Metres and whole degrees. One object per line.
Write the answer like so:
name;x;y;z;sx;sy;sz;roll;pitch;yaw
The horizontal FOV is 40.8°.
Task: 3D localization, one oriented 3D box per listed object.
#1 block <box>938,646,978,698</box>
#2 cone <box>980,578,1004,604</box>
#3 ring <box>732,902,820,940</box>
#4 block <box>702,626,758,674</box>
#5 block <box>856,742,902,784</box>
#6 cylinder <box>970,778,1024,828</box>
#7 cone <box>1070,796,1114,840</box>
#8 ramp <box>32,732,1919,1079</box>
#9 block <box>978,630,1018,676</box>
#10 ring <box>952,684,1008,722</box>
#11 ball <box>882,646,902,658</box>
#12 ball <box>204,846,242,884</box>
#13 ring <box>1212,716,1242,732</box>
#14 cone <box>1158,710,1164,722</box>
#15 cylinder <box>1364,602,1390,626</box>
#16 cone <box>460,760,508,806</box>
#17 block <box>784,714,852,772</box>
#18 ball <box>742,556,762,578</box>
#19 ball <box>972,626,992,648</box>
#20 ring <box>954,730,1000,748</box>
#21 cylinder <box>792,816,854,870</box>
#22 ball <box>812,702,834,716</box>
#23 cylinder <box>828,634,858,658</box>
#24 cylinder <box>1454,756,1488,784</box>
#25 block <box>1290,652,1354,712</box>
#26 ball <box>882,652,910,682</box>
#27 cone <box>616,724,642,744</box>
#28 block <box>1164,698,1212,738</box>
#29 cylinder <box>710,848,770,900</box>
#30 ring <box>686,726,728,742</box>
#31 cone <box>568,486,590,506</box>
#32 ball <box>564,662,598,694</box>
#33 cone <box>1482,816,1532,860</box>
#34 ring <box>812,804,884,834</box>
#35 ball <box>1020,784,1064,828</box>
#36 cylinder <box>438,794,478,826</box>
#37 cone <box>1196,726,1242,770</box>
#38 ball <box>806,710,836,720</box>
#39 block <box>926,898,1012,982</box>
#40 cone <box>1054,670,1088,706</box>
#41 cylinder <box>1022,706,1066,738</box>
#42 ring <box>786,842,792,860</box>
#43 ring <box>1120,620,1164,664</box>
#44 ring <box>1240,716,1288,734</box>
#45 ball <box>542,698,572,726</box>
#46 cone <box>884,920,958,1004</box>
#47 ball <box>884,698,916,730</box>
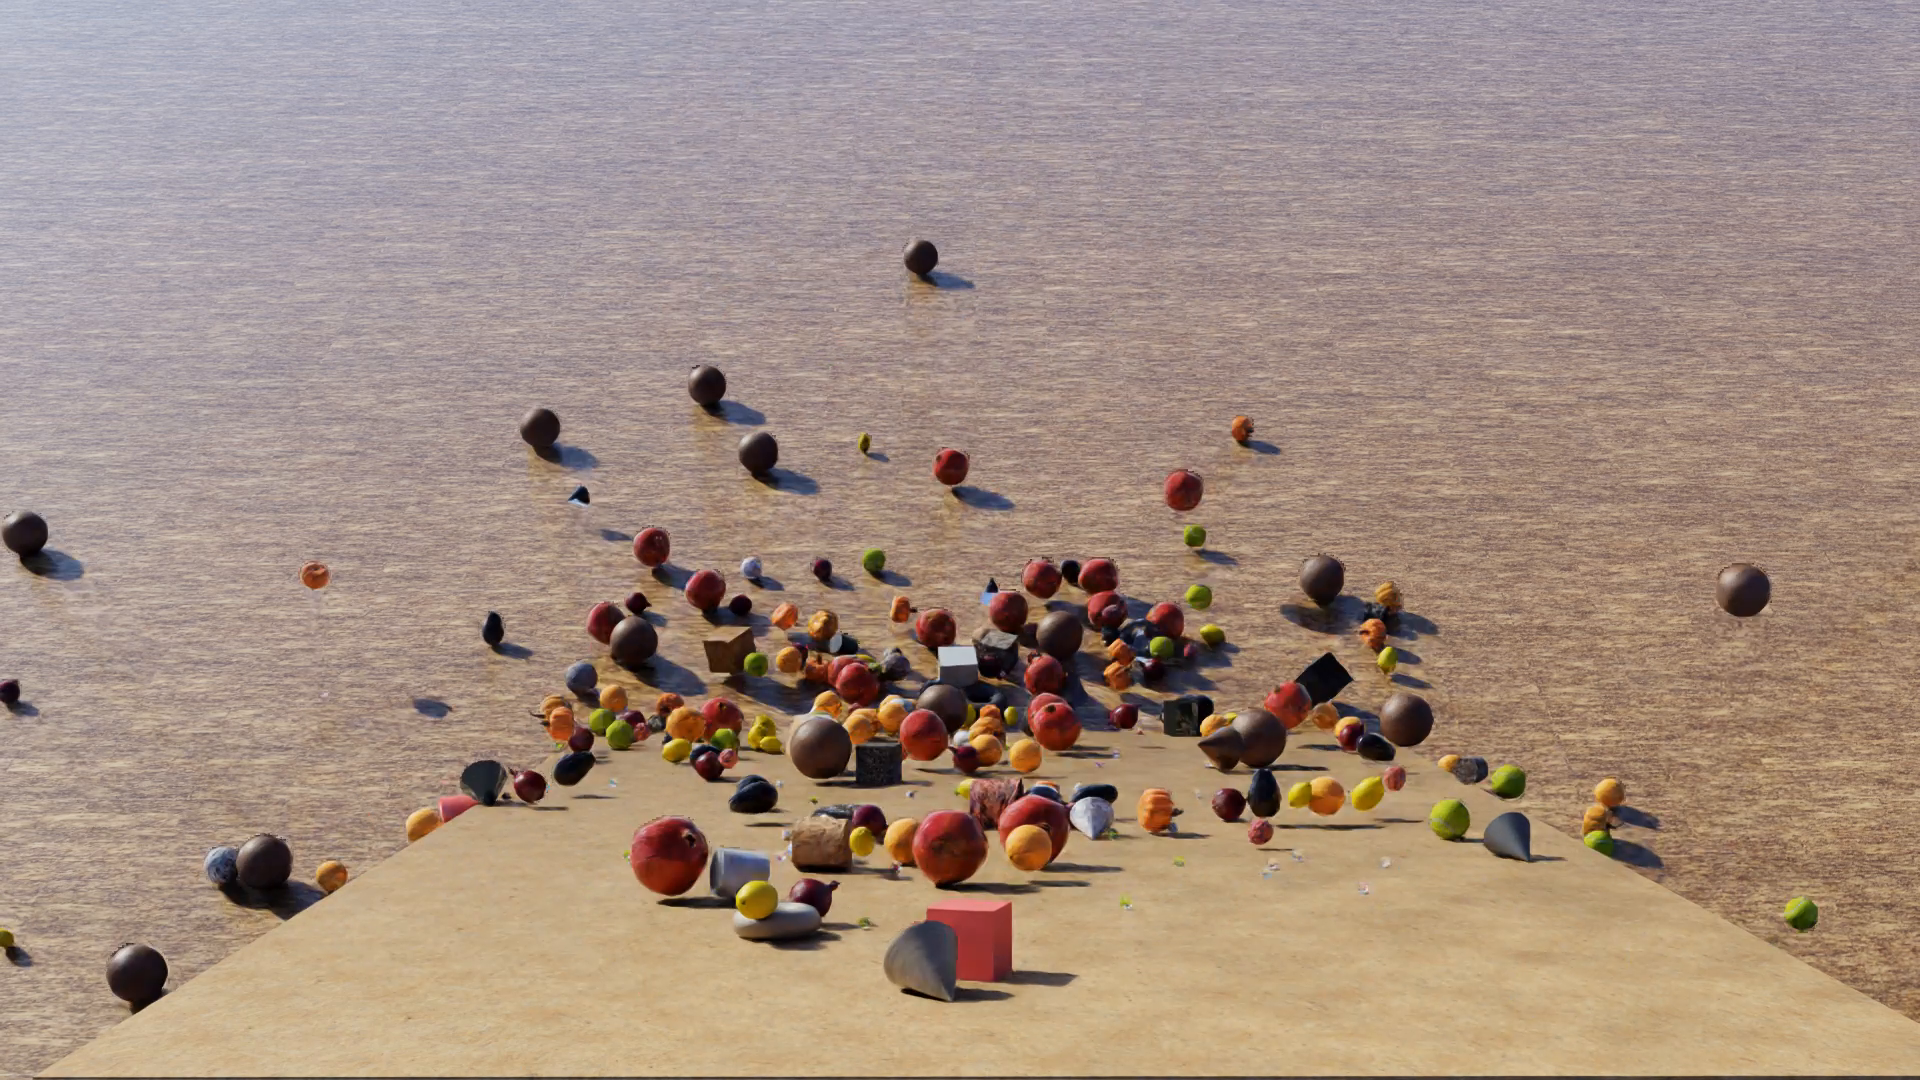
block;-0.006;0.355;6.948;0.099;0.099;0.099;-2;28;-5
cone;0.091;0.137;7.388;0.072;0.072;0.072;0;28;0
ring;-0.246;0.511;3.463;0.120;0.040;0.120;-1;0;0
block;-0.621;0.297;6.994;0.096;0.096;0.096;3;24;35
block;-0.170;0.467;5.411;0.079;0.079;0.079;0;1;11
cylinder;0.066;0.473;4.646;0.085;0.085;0.085;0;27;11
cone;0.230;0.500;4.491;0.078;0.078;0.078;1;27;2
ramp;0.063;0.566;4.606;2.000;0.100;4.000;0;1;0
block;0.105;0.307;7.056;0.082;0.082;0.082;12;30;22
ring;0.054;0.433;6.855;0.148;0.049;0.148;1;27;0
ball;-0.183;0.318;7.051;0.054;0.054;0.054;0;28;0
ball;-1.759;0.777;6.165;0.088;0.088;0.088;0;28;0
ring;0.680;0.475;6.671;0.112;0.037;0.112;0;-2;0
cone;0.550;0.447;6.822;0.053;0.053;0.053;0;28;0
cylinder;1.170;0.207;7.257;0.055;0.055;0.055;16;32;25
cone;-0.914;0.490;4.998;0.093;0.093;0.093;-9;32;-17
block;-0.309;0.442;5.622;0.092;0.092;0.092;4;18;-38
ball;-0.604;0.080;7.504;0.063;0.063;0.063;0;28;0
ball;0.067;0.272;7.138;0.067;0.067;0.067;0;28;0
ring;0.041;0.478;6.230;0.112;0.037;0.112;-1;0;0
cylinder;-0.218;0.481;4.099;0.082;0.082;0.082;1;28;11
ball;-0.362;0.455;6.801;0.060;0.060;0.060;0;28;0
cylinder;-0.320;0.290;7.088;0.057;0.057;0.057;23;10;-39
cylinder;1.066;0.479;5.384;0.054;0.054;0.054;19;10;32
block;0.960;0.377;6.858;0.097;0.097;0.097;-31;76;-40
ball;-0.171;0.342;6.944;0.077;0.077;0.077;0;28;0
cone;-0.792;0.476;6.234;0.054;0.054;0.054;20;33;16
block;0.575;0.449;6.524;0.087;0.087;0.087;1;1;40
cylinder;-0.321;0.486;3.757;0.069;0.069;0.069;10;24;-21
ring;-0.624;0.479;6.365;0.101;0.034;0.101;1;0;0
cone;-1.161;-0.123;7.784;0.067;0.067;0.067;23;32;36
ball;-1.016;0.370;6.932;0.088;0.088;0.088;0;28;0
cone;0.910;0.502;4.215;0.083;0.083;0.083;-11;16;-20
ring;-0.200;0.496;4.575;0.131;0.044;0.131;-1;1;0
ball;0.147;0.477;4.635;0.078;0.078;0.078;0;28;0
cylinder;-1.186;0.653;6.139;0.093;0.093;0.093;-5;28;-17
cone;0.545;0.448;5.612;0.098;0.098;0.098;11;15;-43
ball;-0.339;0.452;6.189;0.091;0.091;0.091;0;28;0
block;0.012;0.492;3.181;0.085;0.085;0.085;0;1;17
cone;0.299;0.382;6.905;0.092;0.092;0.092;0;28;0
cylinder;0.208;0.453;6.422;0.080;0.080;0.080;-16;3;-27
ring;-0.227;0.504;4.189;0.108;0.036;0.108;0;1;0
ring;0.499;0.279;7.092;0.126;0.042;0.126;2;71;-5
ring;0.773;0.471;6.574;0.126;0.042;0.126;1;-1;0
ball;-1.057;0.452;6.788;0.078;0.078;0.078;0;28;0
cone;-0.027;0.514;3.027;0.097;0.097;0.097;-12;32;-21
ball;-0.149;0.435;6.459;0.082;0.082;0.082;0;28;0
